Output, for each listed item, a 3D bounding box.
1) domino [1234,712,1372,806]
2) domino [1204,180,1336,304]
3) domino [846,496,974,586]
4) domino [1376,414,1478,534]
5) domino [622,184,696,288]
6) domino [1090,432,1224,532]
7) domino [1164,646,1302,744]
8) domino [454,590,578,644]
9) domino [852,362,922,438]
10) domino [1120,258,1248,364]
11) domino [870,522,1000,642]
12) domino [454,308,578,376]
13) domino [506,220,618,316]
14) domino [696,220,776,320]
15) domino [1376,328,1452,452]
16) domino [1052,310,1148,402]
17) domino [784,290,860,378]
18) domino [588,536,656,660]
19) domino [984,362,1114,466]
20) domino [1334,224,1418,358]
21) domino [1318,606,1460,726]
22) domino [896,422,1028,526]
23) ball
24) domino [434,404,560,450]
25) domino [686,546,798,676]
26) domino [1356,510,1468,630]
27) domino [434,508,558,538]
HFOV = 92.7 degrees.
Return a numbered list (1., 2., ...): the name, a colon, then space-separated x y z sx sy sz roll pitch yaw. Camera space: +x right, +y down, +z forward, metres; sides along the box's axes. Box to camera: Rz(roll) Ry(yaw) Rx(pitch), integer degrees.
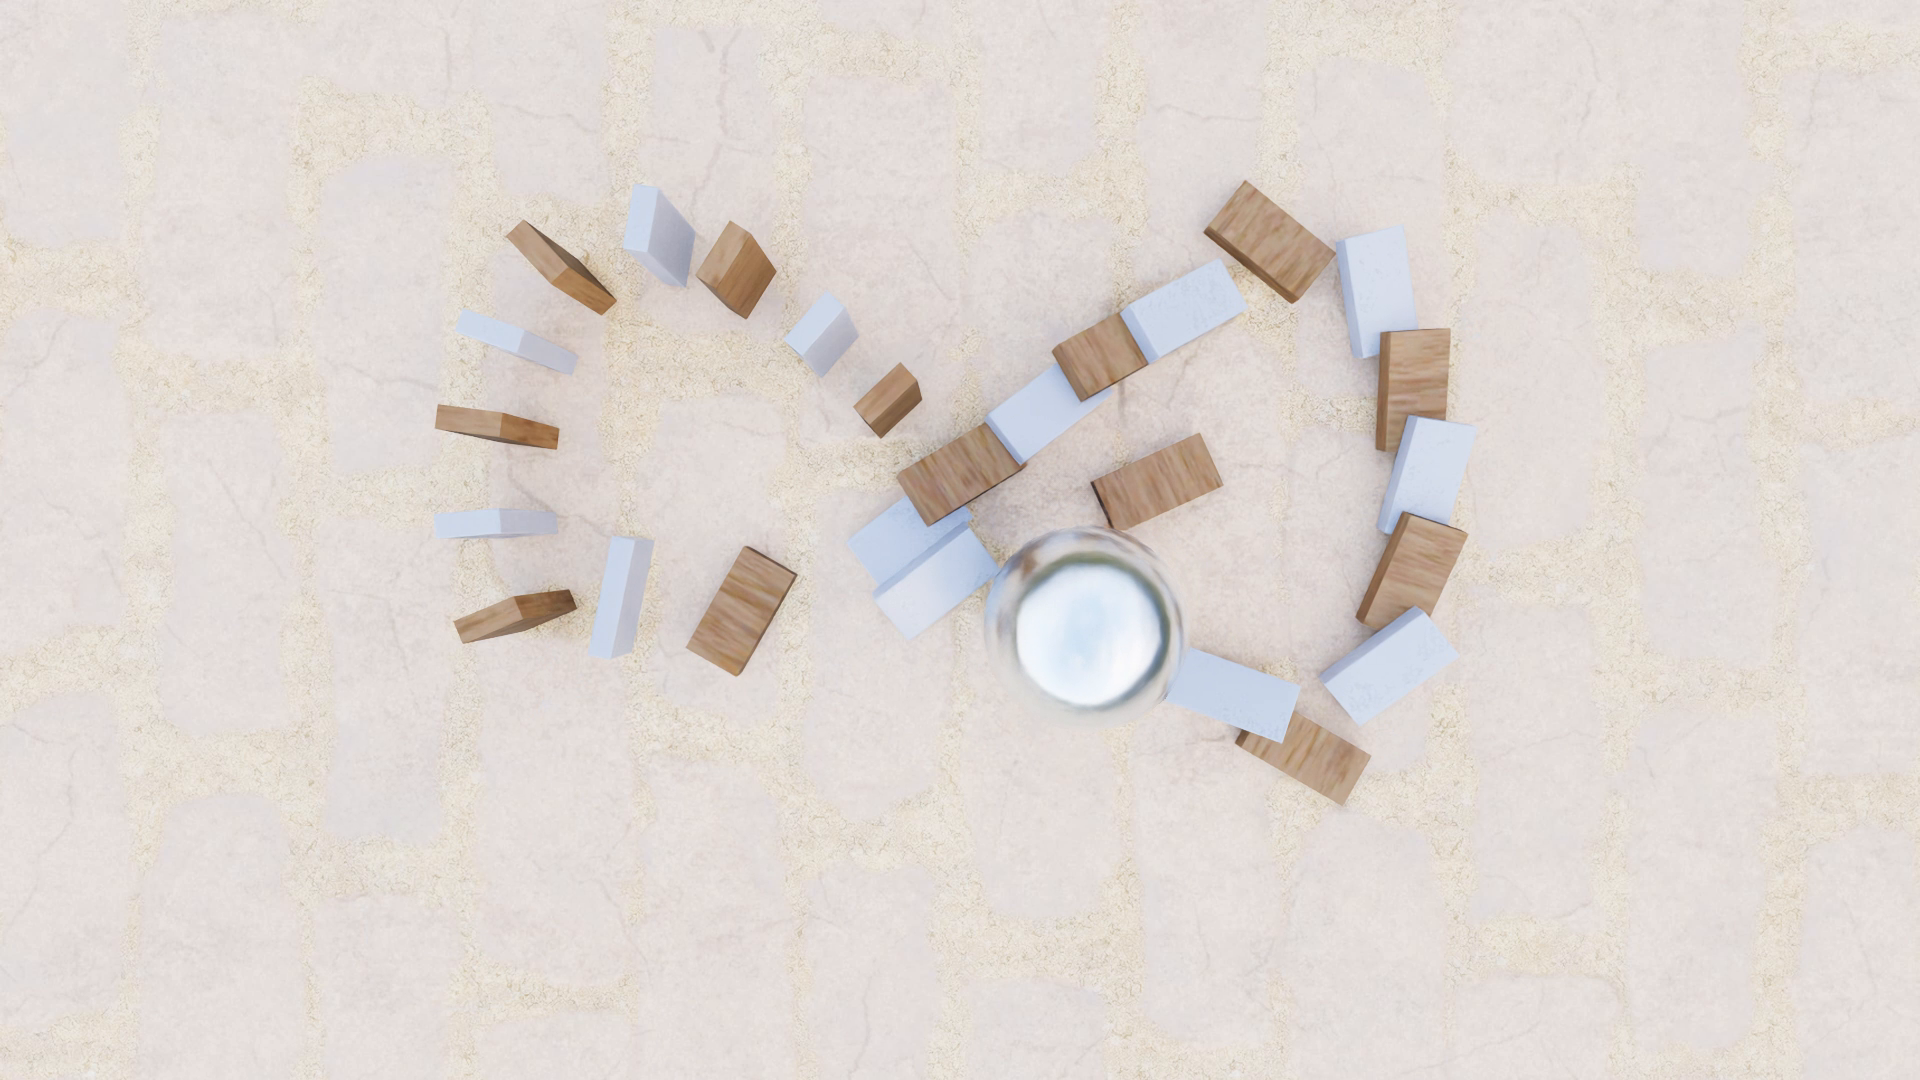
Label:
1. domino: 0.148 0.090 0.395 0.050 0.010 0.025 30 90 0
2. domino: 0.133 -0.128 0.395 0.050 0.010 0.025 39 90 0
3. domino: -0.022 -0.004 0.395 0.050 0.009 0.025 -37 90 0
4. domino: 0.198 -0.026 0.389 0.025 0.009 0.050 9 106 0
5. domino: -0.122 -0.123 0.375 0.009 0.050 0.025 10 90 0
6. domino: 0.085 -0.024 0.395 0.050 0.010 0.025 -24 90 0
7. domino: 0.115 0.065 0.389 0.050 0.010 0.025 19 88 13
8. domino: -0.180 0.031 0.375 0.025 0.050 0.010 -23 90 0
9. domino: -0.029 -0.056 0.375 0.025 0.050 0.009 -43 90 0
10. domino: 0.095 -0.097 0.388 0.050 0.010 0.025 -30 90 -17
11. domino: -0.010 0.018 0.391 0.050 0.009 0.025 -38 114 0
12. domino: -0.180 -0.080 0.375 0.025 0.050 0.009 19 90 0
13. domino: -0.162 -0.110 0.375 0.009 0.050 0.025 -43 90 0
14. domino: -0.091 -0.109 0.375 0.009 0.050 0.025 32 90 0
15. domino: 0.192 -0.064 0.390 0.025 0.009 0.050 -4 103 0
16. domino: 0.067 -0.082 0.389 0.050 0.009 0.025 -30 90 -15
17. domino: -0.056 -0.083 0.375 0.009 0.050 0.025 42 90 0
18. domino: -0.143 0.024 0.388 0.009 0.025 0.050 12 90 0
19. domino: 0.038 -0.057 0.390 0.050 0.009 0.025 -38 90 -13
20. domino: 0.178 -0.105 0.390 0.025 0.009 0.050 -15 102 0
21. domino: 0.181 0.054 0.389 0.050 0.010 0.025 -40 97 11
22. domino: 0.001 -0.029 0.388 0.050 0.009 0.025 -32 88 -17
23. ball: 0.049 0.034 0.360 0.080 0.080 0.080 0 90 0
24. domino: -0.188 -0.046 0.375 0.025 0.050 0.009 7 90 0
25. domino: -0.094 0.031 0.395 0.025 0.009 0.050 30 90 0
26. domino: 0.191 0.016 0.389 0.025 0.009 0.050 18 104 0
27. domino: -0.188 -0.006 0.375 0.025 0.050 0.010 -5 90 0
